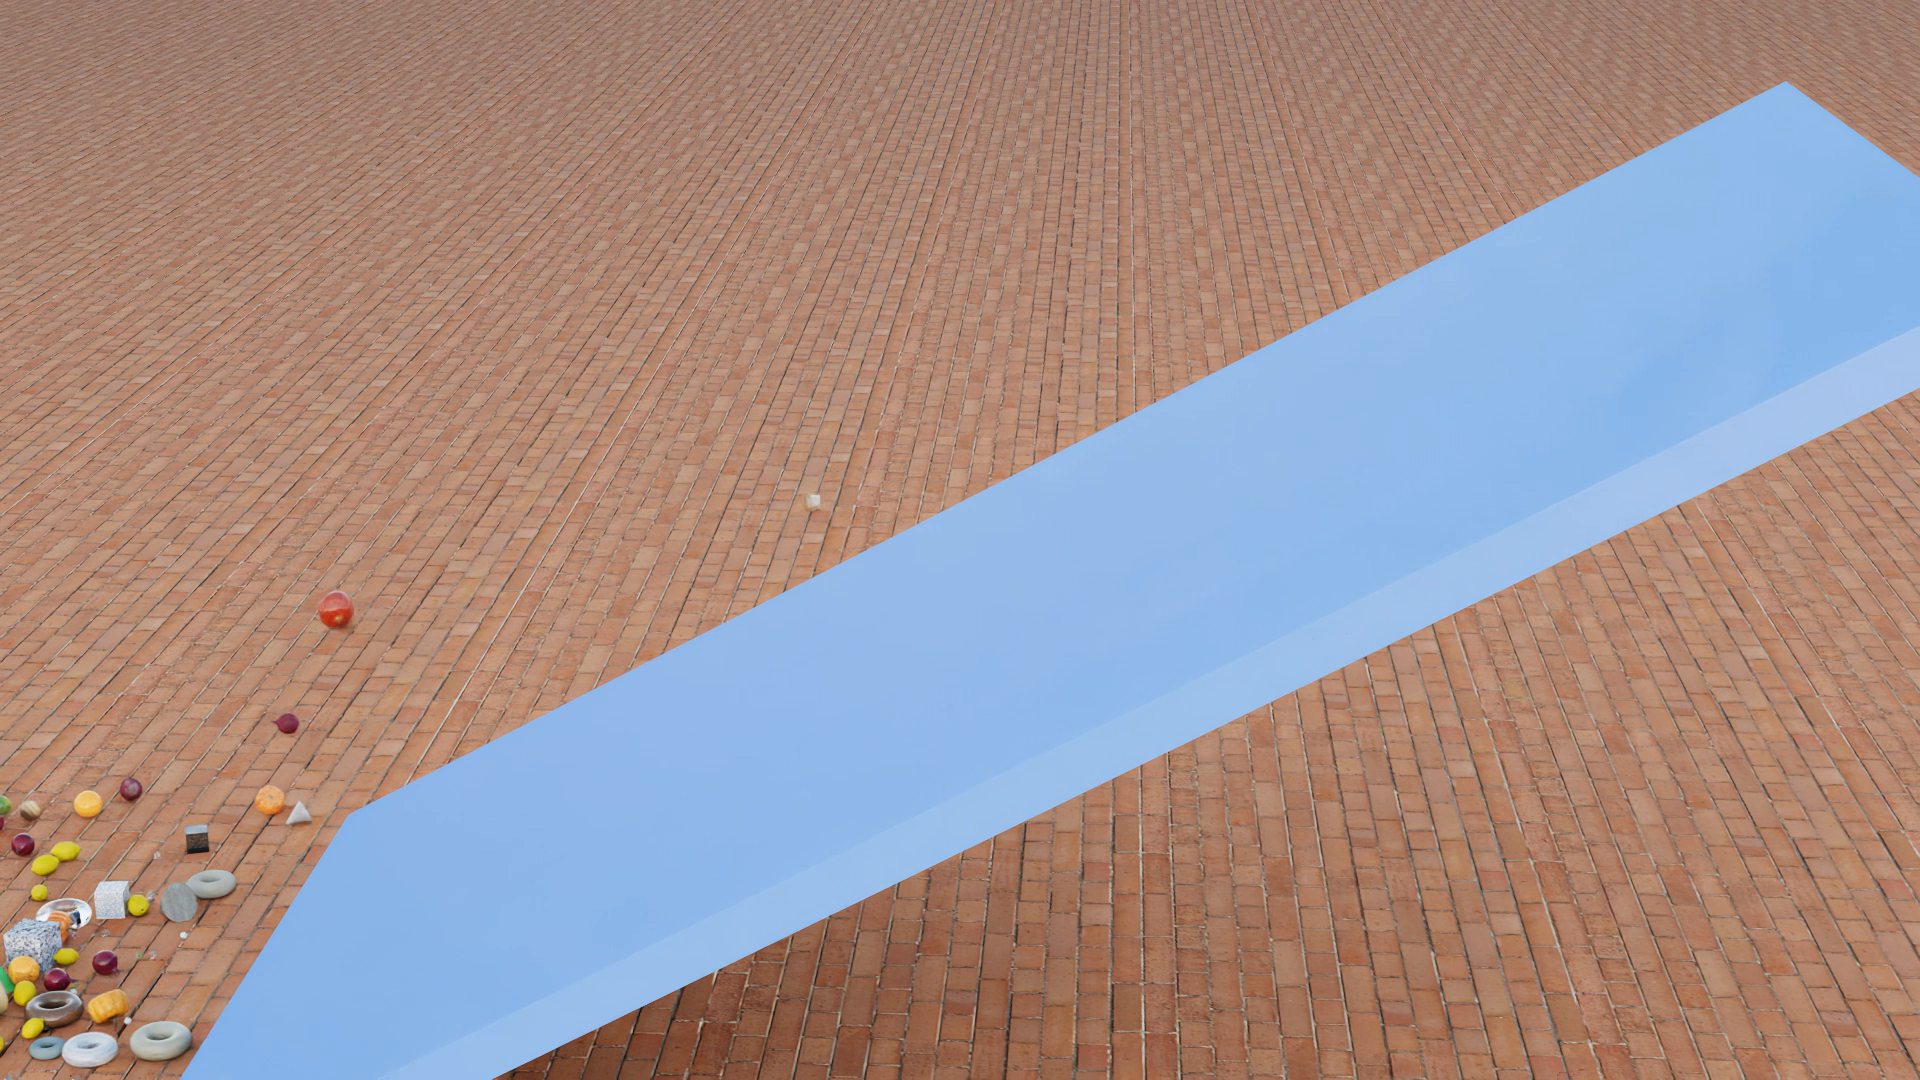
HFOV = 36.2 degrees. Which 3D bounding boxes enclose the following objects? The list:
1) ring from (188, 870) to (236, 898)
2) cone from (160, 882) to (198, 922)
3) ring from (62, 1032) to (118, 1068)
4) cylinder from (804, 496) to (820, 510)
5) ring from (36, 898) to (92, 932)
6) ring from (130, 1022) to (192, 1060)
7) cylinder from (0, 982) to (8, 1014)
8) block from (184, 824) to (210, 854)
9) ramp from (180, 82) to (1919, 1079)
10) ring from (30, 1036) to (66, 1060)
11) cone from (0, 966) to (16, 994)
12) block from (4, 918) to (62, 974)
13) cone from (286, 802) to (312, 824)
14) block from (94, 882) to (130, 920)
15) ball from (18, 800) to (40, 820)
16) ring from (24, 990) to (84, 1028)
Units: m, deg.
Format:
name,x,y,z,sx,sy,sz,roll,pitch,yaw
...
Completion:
name,x,y,z,sx,sy,sz,roll,pitch,yaw
ring,-1.871,0.861,7.353,0.122,0.041,0.122,-1,16,0
cone,-1.943,0.899,7.227,0.098,0.098,0.098,-20,0,43
ring,-1.927,1.129,6.514,0.121,0.040,0.121,1,18,0
cylinder,-0.523,-0.131,10.439,0.051,0.051,0.051,-4,18,-12
ring,-2.186,0.915,7.177,0.132,0.044,0.132,0,19,0
ring,-1.779,1.115,6.549,0.136,0.045,0.136,1,18,0
cylinder,-2.230,1.047,6.680,0.095,0.095,0.095,15,23,39
block,-1.972,0.773,7.602,0.055,0.055,0.055,-5,18,-15
ramp,0.141,0.167,6.282,4.000,0.100,2.000,-27,14,11
ring,-2.027,1.129,6.536,0.079,0.026,0.079,0,19,0
cone,-2.233,1.011,6.834,0.070,0.070,0.070,0,18,0
block,-2.190,0.961,6.953,0.093,0.093,0.093,4,18,12
cone,-1.755,0.733,7.770,0.063,0.063,0.063,-33,26,-11
block,-2.083,0.885,7.230,0.069,0.069,0.069,-1,18,-3
ball,-2.465,0.716,7.787,0.051,0.051,0.051,0,18,0
ring,-2.062,1.069,6.696,0.134,0.045,0.134,1,19,0
